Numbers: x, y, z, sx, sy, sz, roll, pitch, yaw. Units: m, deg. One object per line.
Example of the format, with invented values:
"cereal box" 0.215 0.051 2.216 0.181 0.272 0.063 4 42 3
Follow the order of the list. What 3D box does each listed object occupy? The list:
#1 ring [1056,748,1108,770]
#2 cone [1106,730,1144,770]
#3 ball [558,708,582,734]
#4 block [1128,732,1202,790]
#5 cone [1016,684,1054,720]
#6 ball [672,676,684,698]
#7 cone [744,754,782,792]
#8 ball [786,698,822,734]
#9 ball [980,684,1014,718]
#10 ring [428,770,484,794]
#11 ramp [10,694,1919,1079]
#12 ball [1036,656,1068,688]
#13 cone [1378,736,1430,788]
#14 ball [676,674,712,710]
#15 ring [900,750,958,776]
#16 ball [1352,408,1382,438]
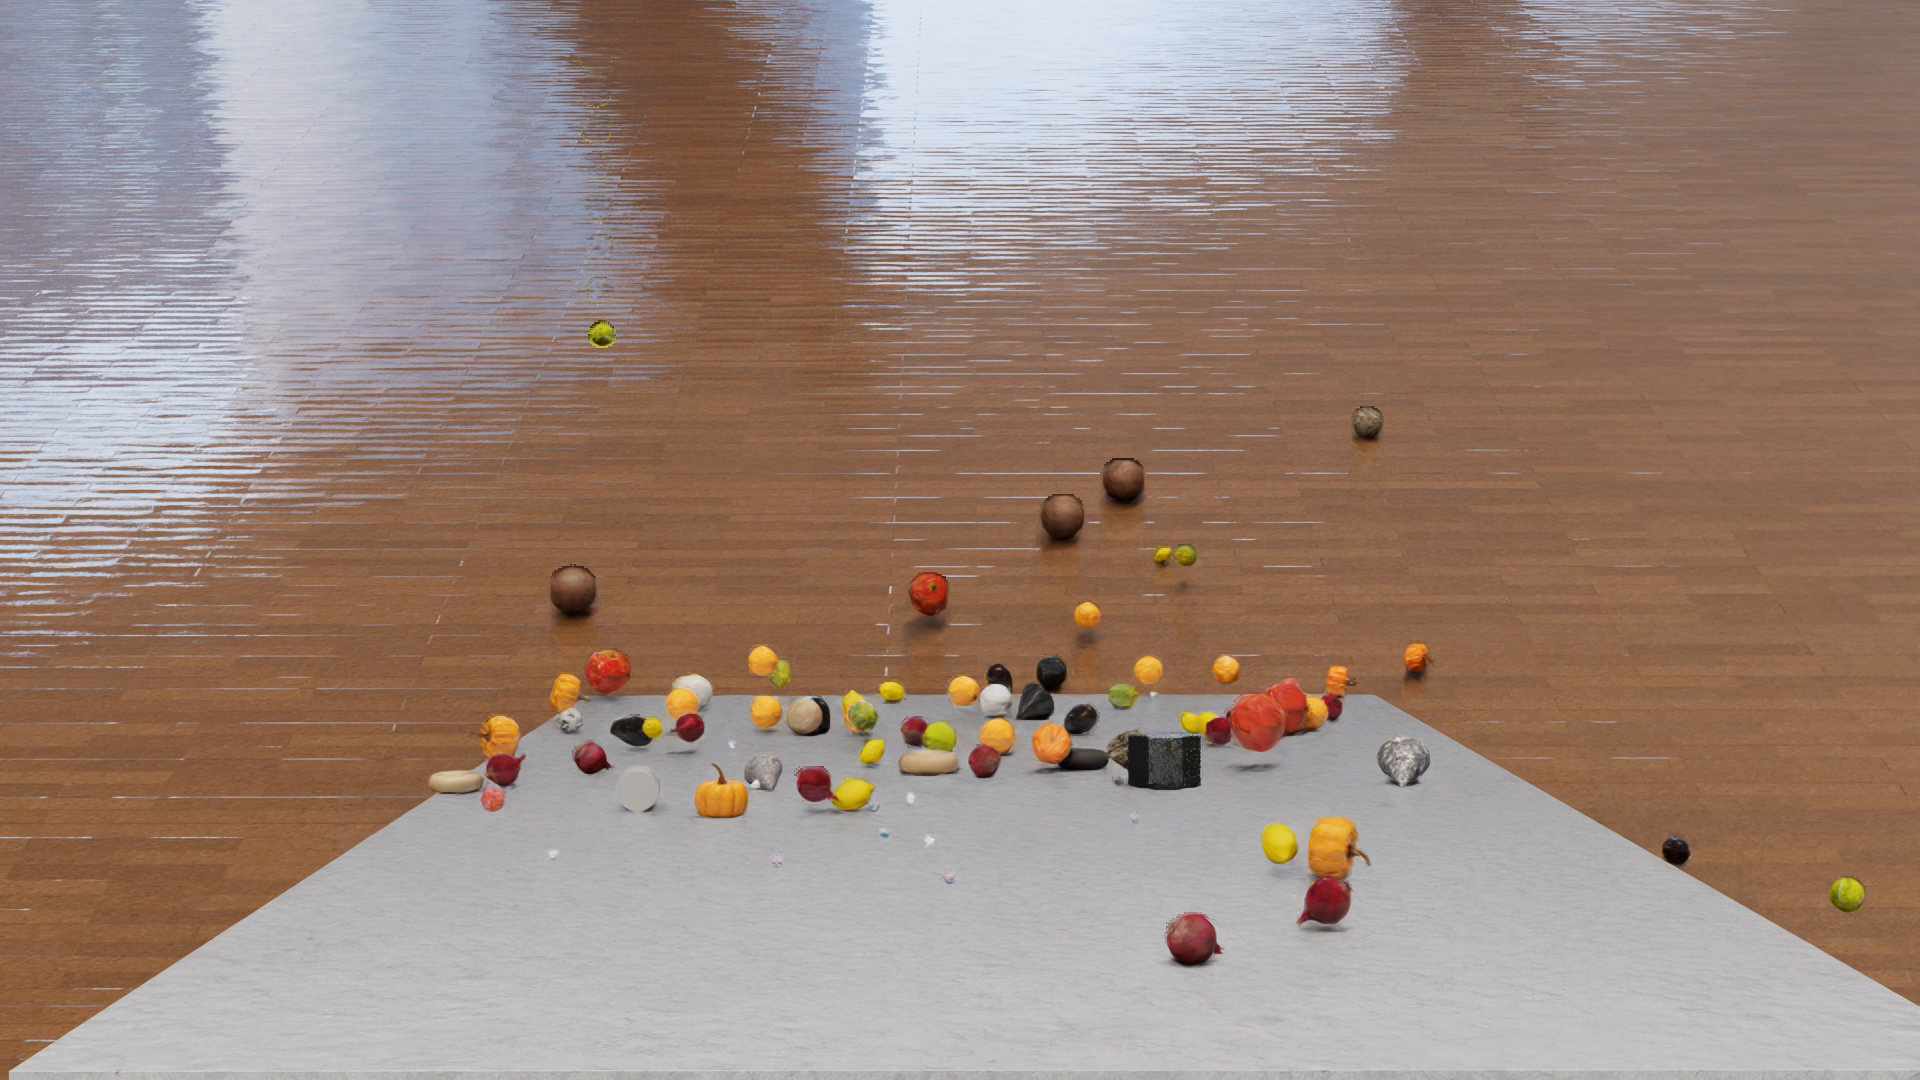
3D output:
"ring" 0.238 0.427 5.018 0.104 0.035 0.104 1 0 0
"cone" 0.327 0.417 4.829 0.084 0.084 0.084 -14 35 10
"ball" -0.854 0.397 5.648 0.054 0.054 0.054 0 25 0
"block" 0.377 0.406 4.738 0.094 0.094 0.094 -2 3 -43
"cone" 0.155 0.393 5.933 0.092 0.092 0.092 17 39 33
"ball" -0.679 0.368 6.354 0.065 0.065 0.065 0 25 0
"cone" -0.350 0.439 4.689 0.071 0.071 0.071 -7 31 -16
"ball" -0.339 0.384 5.616 0.081 0.081 0.081 0 25 0
"ball" 0.084 0.373 5.976 0.079 0.079 0.079 0 25 0
"ring" -0.915 0.440 4.681 0.098 0.033 0.098 -1 3 0
"ramp" 0.056 0.509 4.552 2.000 0.100 4.000 0 2 0
"ball" 0.240 0.347 6.771 0.084 0.084 0.084 0 25 0
"cone" 0.817 0.430 4.758 0.097 0.097 0.097 5 29 10
"ball" -0.634 0.364 6.140 0.087 0.087 0.087 0 25 0
"ring" -0.060 0.428 4.945 0.115 0.038 0.115 -1 3 0
"ball" 1.320 -0.380 8.346 0.095 0.095 0.095 0 25 0
